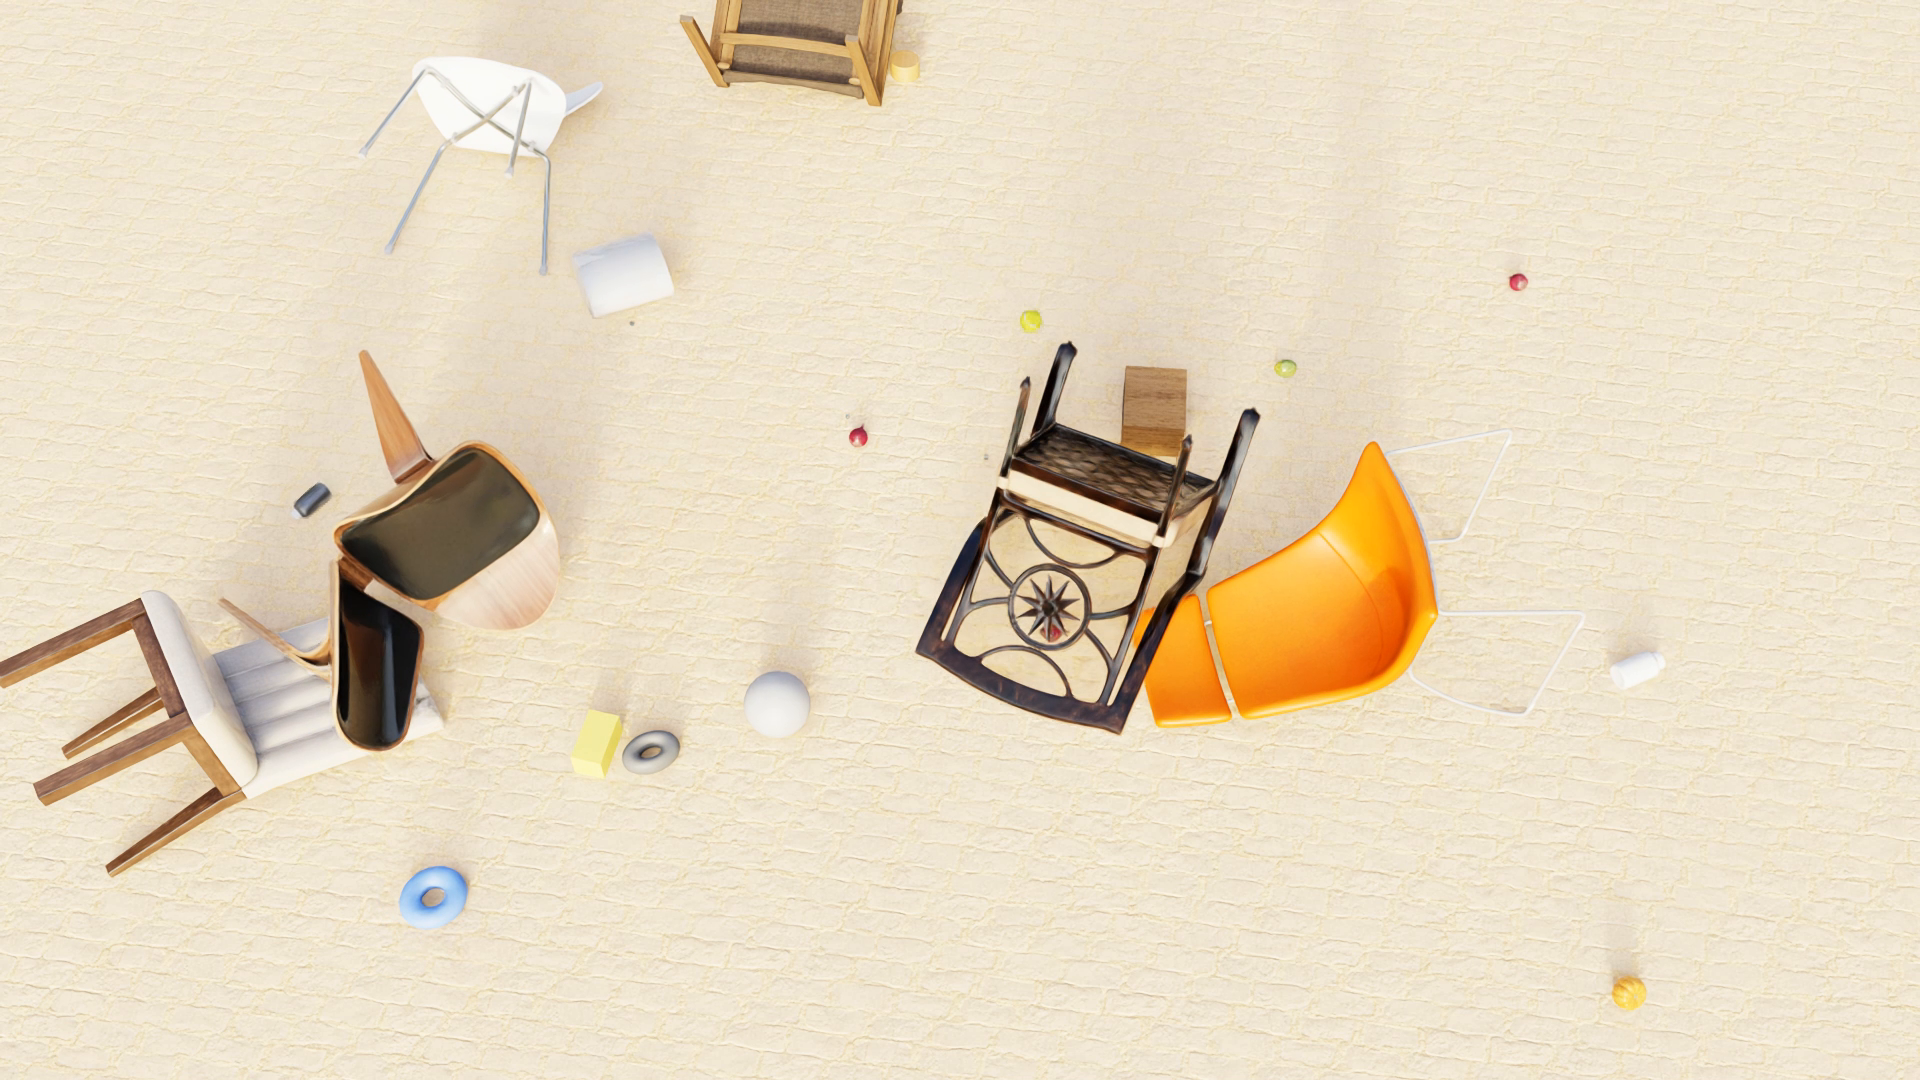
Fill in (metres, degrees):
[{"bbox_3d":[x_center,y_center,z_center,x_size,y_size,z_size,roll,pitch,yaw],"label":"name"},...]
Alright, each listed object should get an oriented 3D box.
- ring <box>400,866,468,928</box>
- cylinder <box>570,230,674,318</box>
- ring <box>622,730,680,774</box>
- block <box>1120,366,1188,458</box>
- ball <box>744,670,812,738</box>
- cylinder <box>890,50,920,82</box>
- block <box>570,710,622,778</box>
[{"bbox_3d":[-1.412,0.959,5.897,0.173,0.056,0.188,37,63,23],"label":"ring"},{"bbox_3d":[-1.084,-0.852,7.042,0.265,0.163,0.295,-18,45,-12],"label":"cylinder"},{"bbox_3d":[-0.862,0.593,6.139,0.168,0.063,0.120,-21,60,-12],"label":"ring"},{"bbox_3d":[0.595,-0.395,6.752,0.188,0.145,0.231,4,56,2],"label":"block"},{"bbox_3d":[-0.511,0.460,6.152,0.189,0.189,0.189,0,56,0],"label":"ball"},{"bbox_3d":[-0.191,-1.644,7.634,0.100,0.071,0.087,5,56,3],"label":"cylinder"},{"bbox_3d":[-1.013,0.569,6.139,0.087,0.087,0.156,12,57,8],"label":"block"}]
